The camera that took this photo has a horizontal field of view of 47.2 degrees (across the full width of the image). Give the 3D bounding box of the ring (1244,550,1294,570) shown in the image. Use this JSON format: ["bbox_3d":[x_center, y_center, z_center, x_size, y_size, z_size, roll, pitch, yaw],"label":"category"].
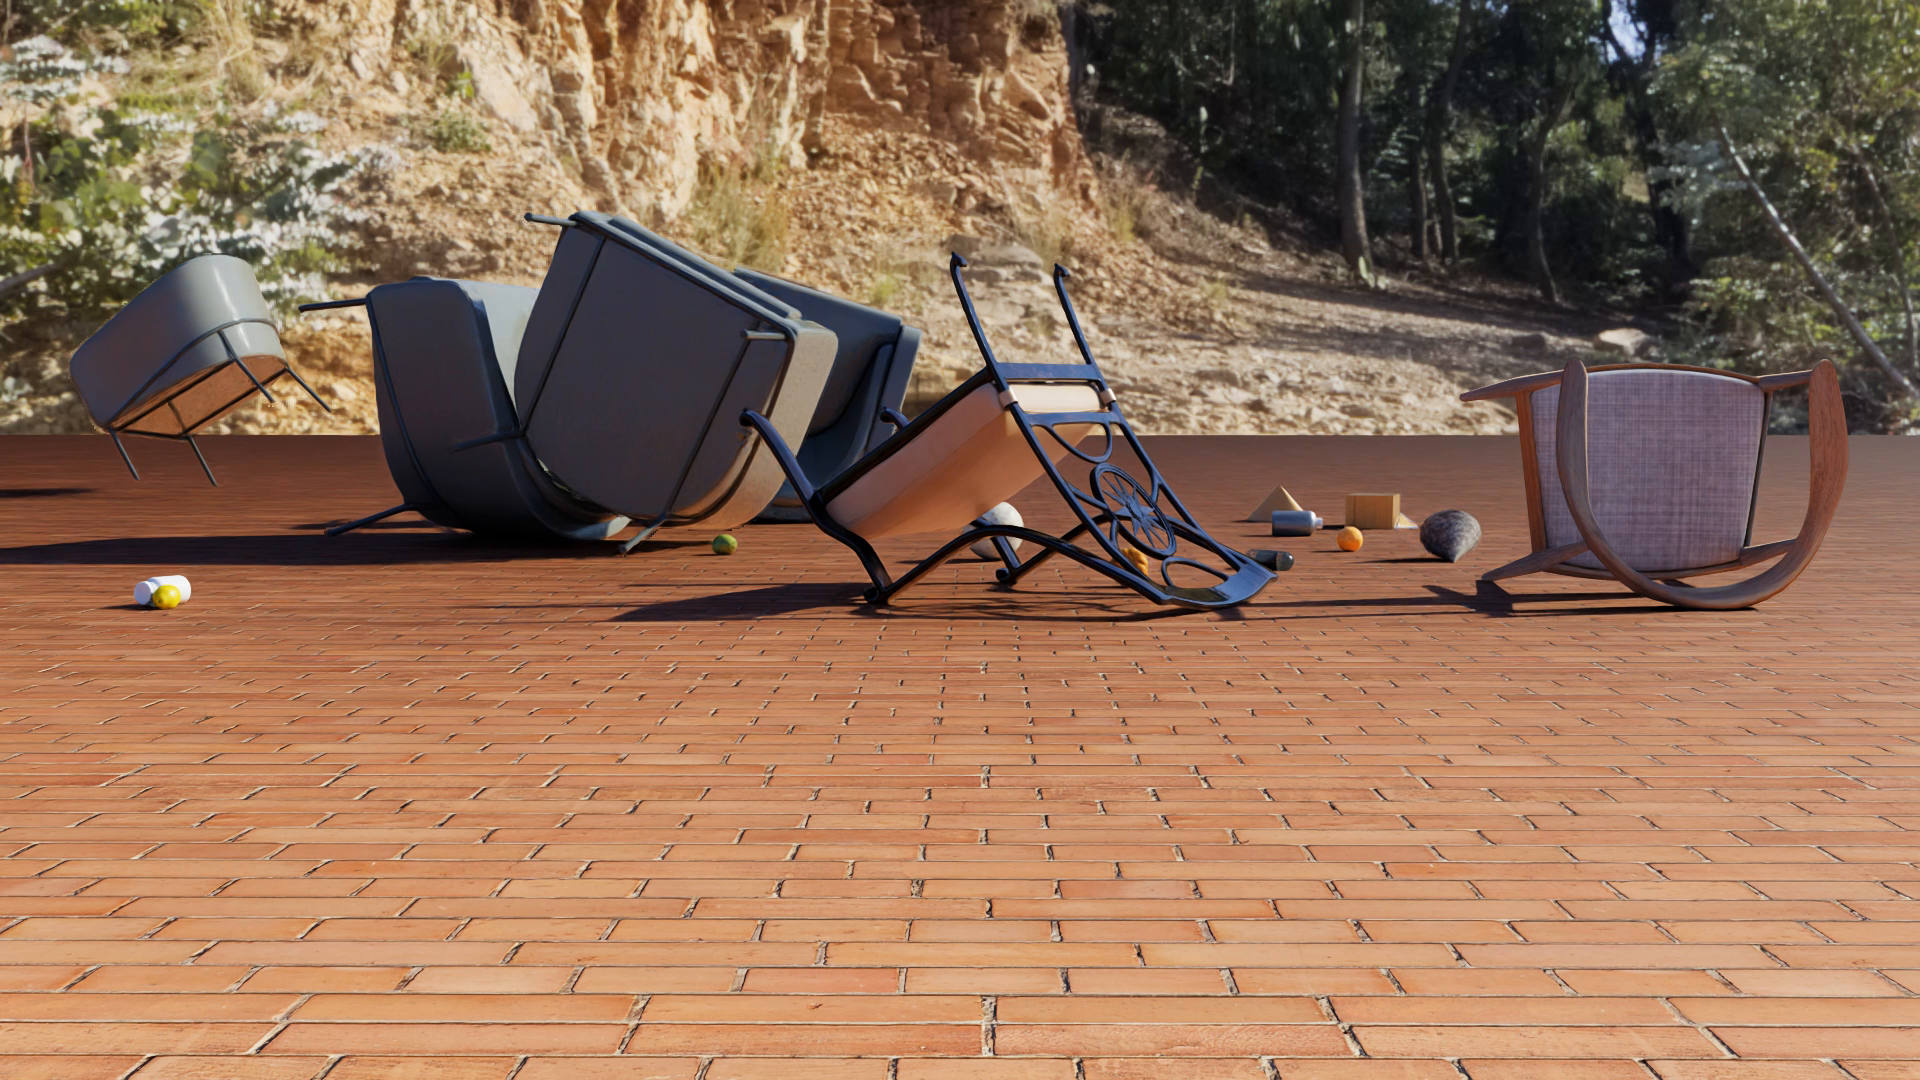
[{"bbox_3d":[0.771,0.050,5.493,0.083,0.046,0.145,-2,5,-44],"label":"ring"}]

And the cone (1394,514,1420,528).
[{"bbox_3d":[1.450,-0.050,7.083,0.085,0.054,0.053,18,2,4],"label":"cone"}]

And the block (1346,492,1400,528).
[{"bbox_3d":[1.347,-0.096,7.171,0.151,0.106,0.196,1,4,18],"label":"block"}]

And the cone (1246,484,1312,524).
[{"bbox_3d":[1.087,-0.127,7.478,0.151,0.126,0.273,-3,5,-42],"label":"cone"}]

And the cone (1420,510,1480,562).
[{"bbox_3d":[1.288,0.021,5.752,0.159,0.147,0.151,1,30,7],"label":"cone"}]

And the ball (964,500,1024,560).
[{"bbox_3d":[0.088,-0.026,5.774,0.159,0.159,0.159,0,4,0],"label":"ball"}]
